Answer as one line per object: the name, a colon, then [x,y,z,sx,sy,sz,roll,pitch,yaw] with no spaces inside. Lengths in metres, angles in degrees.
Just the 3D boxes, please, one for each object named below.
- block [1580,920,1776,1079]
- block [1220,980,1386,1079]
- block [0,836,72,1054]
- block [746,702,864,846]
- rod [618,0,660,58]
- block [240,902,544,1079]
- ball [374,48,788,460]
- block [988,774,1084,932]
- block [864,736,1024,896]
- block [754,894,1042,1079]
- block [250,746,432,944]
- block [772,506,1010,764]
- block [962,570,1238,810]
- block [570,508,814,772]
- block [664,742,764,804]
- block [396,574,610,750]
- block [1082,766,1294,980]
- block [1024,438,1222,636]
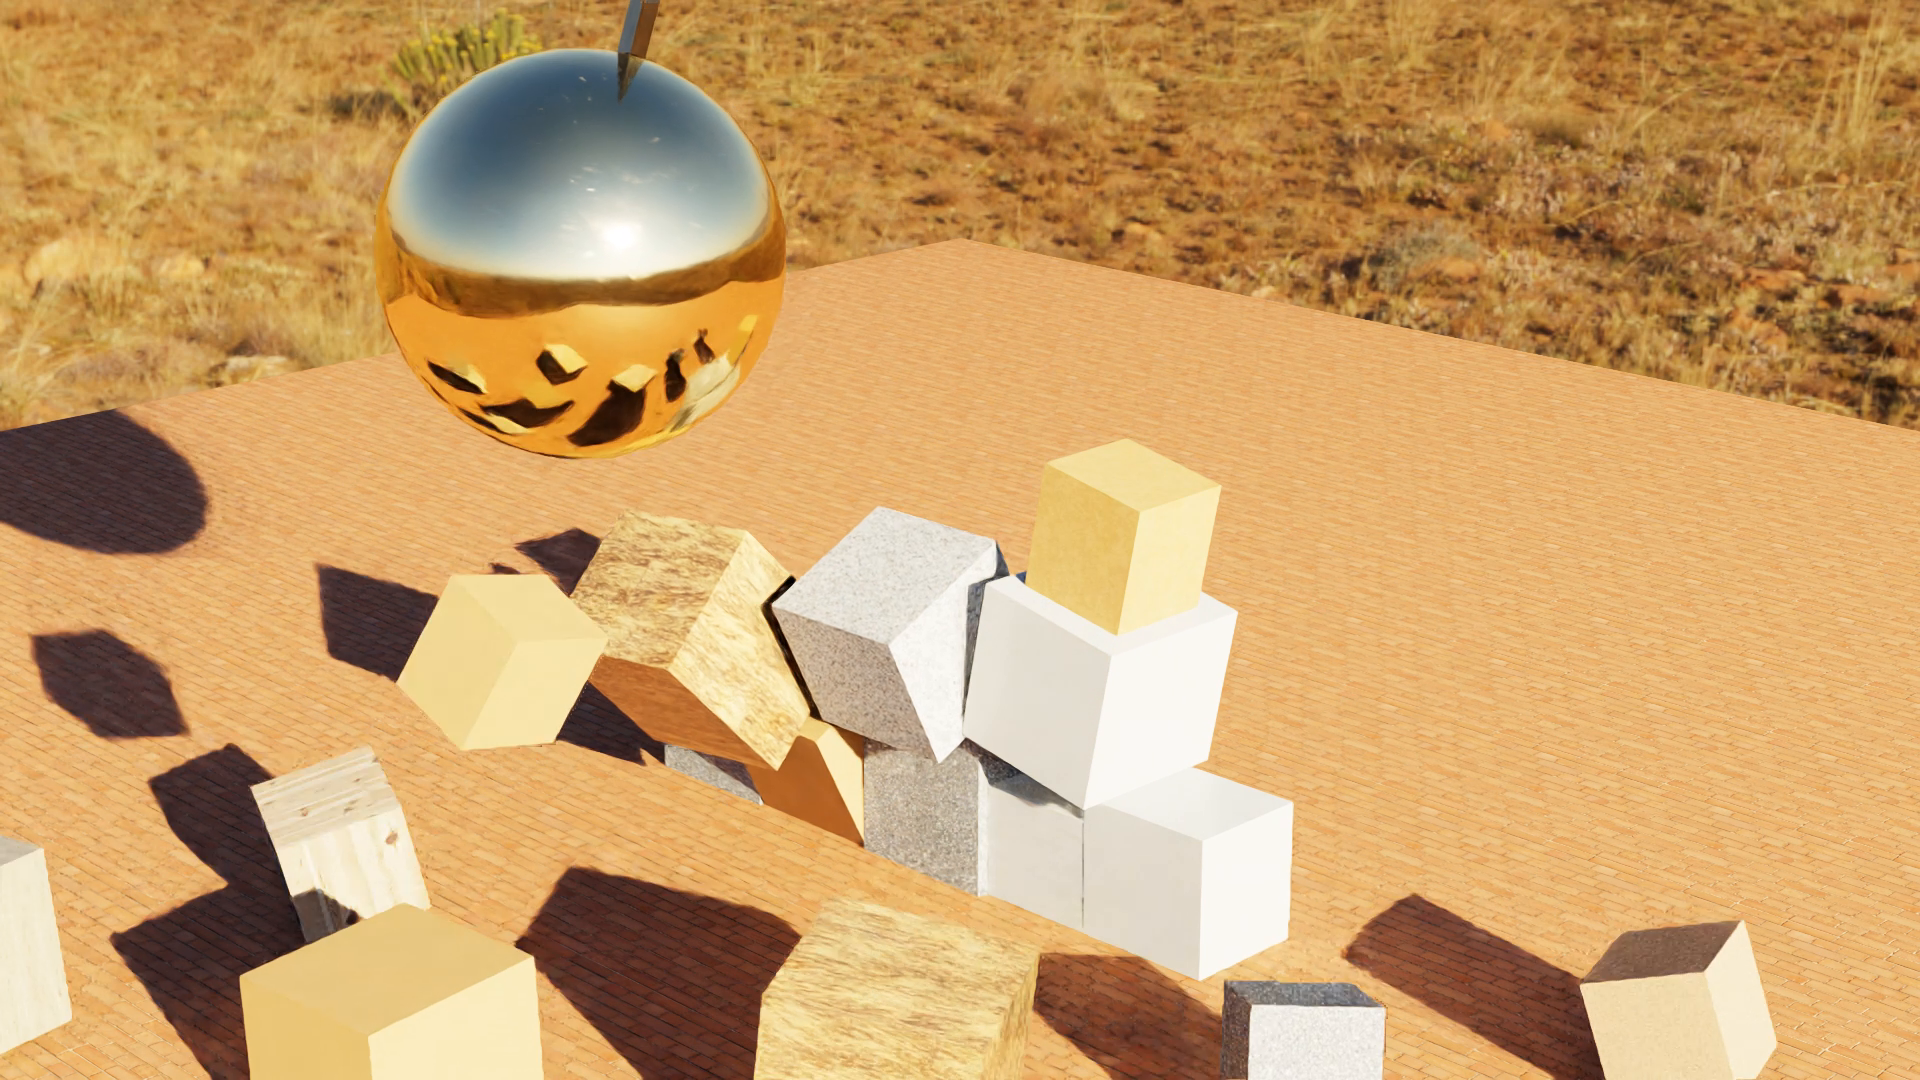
block: [2.791,1.842,11.377,0.501,0.528,0.537,-12,9,33]
block: [1.279,1.957,11.027,0.502,0.502,0.504,2,1,-6]
block: [-4.156,1.631,11.779,0.804,0.757,0.681,9,22,35]
block: [-0.585,0.895,13.962,0.729,0.691,0.676,17,51,43]
rod: [-0.639,-4.403,11.288,0.080,5.200,0.080,17,4,42]
block: [-2.126,1.917,11.034,0.750,0.699,0.785,14,24,38]
ball: [-1.476,-1.111,11.446,1.600,1.600,1.600,0,17,0]
block: [0.546,1.346,13.187,0.609,0.524,0.571,-17,24,-42]
block: [0.075,1.082,13.605,0.726,0.779,0.752,-17,24,-42]
block: [-0.240,1.886,10.870,0.829,0.690,0.771,13,24,13]
block: [-2.701,1.339,12.788,0.547,0.534,0.586,-19,30,-16]
block: [-0.232,0.414,13.156,0.756,0.698,0.739,17,50,42]
block: [0.608,0.584,12.873,0.817,0.750,0.750,-17,35,-42]
block: [-1.197,0.453,13.471,0.828,0.891,0.736,10,63,41]
block: [-0.993,0.812,14.606,0.659,0.692,0.721,-17,24,-42]
block: [-1.617,0.426,10.382,0.387,0.470,0.466,41,22,28]
block: [0.986,1.426,12.738,0.597,0.641,0.671,-17,24,-42]
block: [0.697,-0.018,12.598,0.542,0.587,0.532,29,32,36]
